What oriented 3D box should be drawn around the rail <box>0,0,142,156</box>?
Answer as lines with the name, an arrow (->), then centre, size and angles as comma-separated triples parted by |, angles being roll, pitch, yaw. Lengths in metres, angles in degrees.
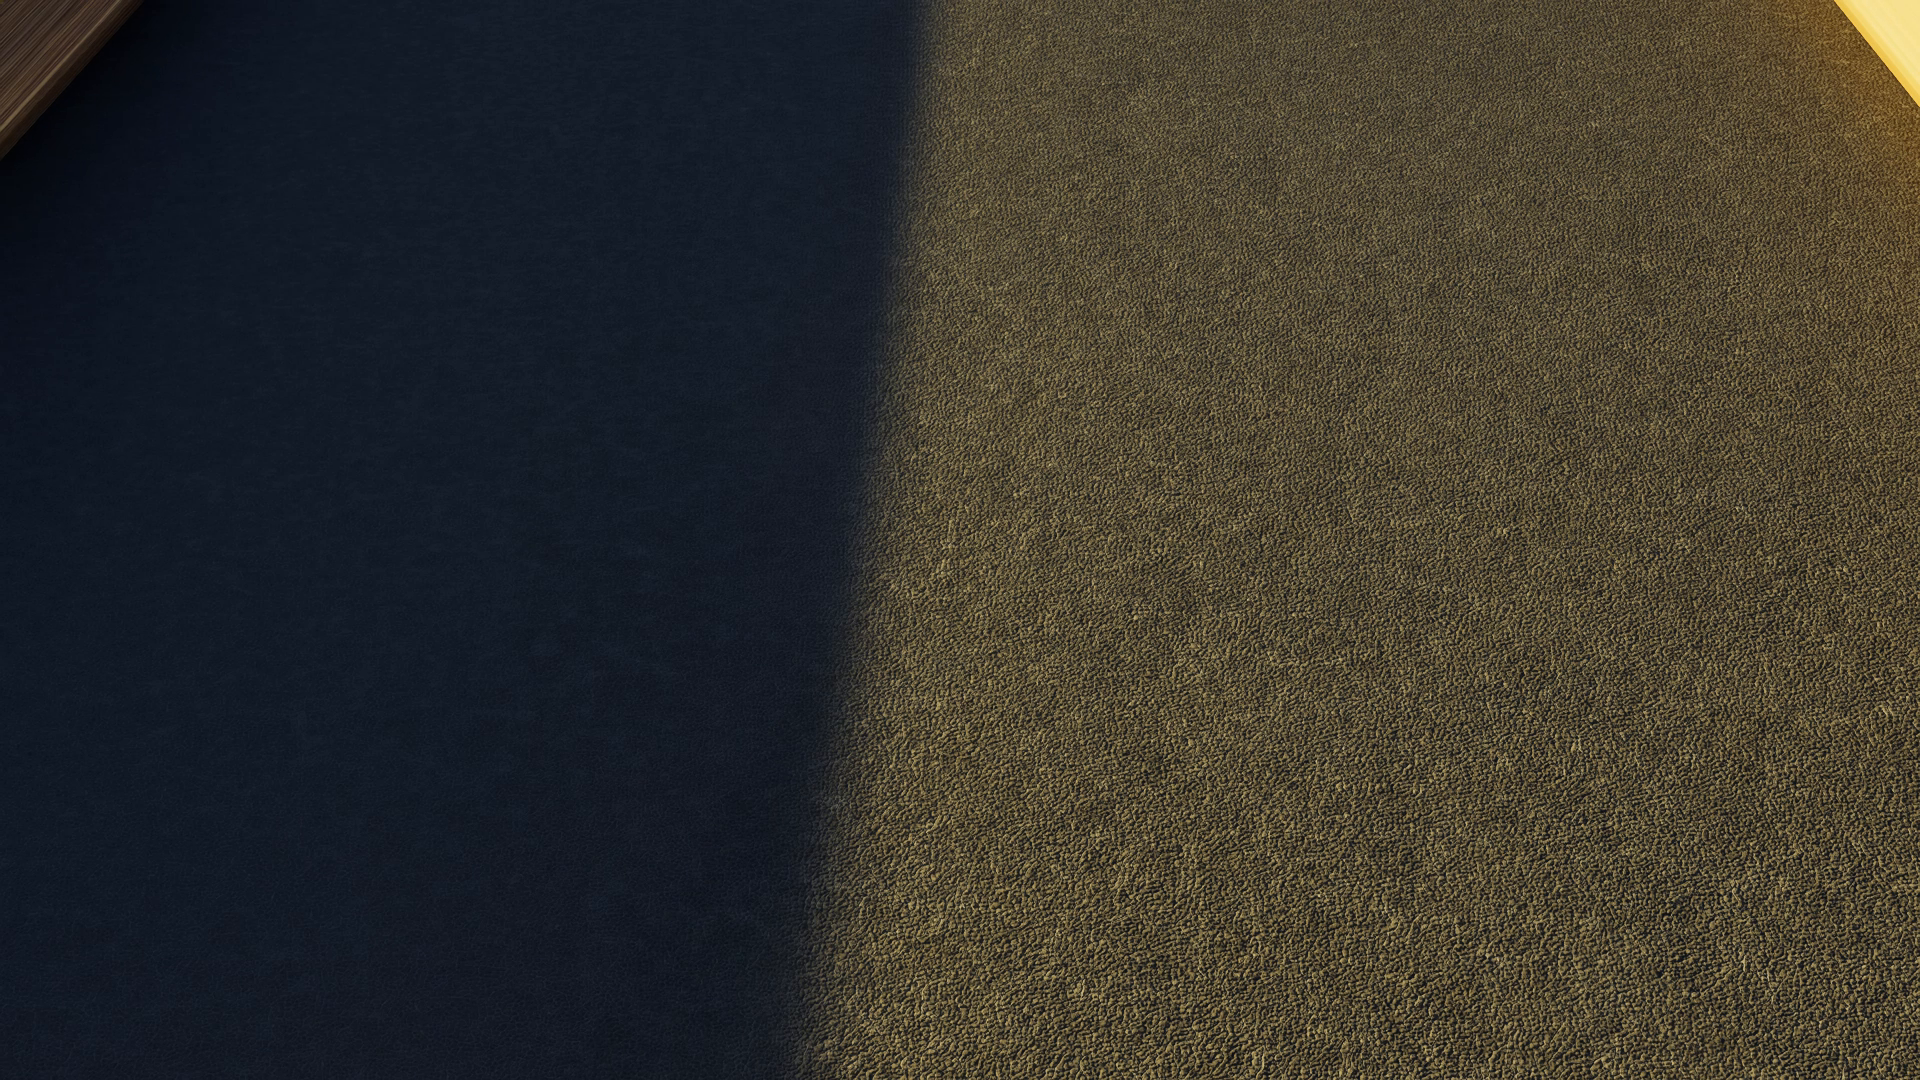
rail -> -0.792, -0.396, 2.508 | 0.045, 0.117, 3.193 | 1, 28, 1

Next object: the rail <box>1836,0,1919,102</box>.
rail -> 0.830, -0.378, 2.474 | 0.045, 0.117, 3.193 | 1, 28, 1
